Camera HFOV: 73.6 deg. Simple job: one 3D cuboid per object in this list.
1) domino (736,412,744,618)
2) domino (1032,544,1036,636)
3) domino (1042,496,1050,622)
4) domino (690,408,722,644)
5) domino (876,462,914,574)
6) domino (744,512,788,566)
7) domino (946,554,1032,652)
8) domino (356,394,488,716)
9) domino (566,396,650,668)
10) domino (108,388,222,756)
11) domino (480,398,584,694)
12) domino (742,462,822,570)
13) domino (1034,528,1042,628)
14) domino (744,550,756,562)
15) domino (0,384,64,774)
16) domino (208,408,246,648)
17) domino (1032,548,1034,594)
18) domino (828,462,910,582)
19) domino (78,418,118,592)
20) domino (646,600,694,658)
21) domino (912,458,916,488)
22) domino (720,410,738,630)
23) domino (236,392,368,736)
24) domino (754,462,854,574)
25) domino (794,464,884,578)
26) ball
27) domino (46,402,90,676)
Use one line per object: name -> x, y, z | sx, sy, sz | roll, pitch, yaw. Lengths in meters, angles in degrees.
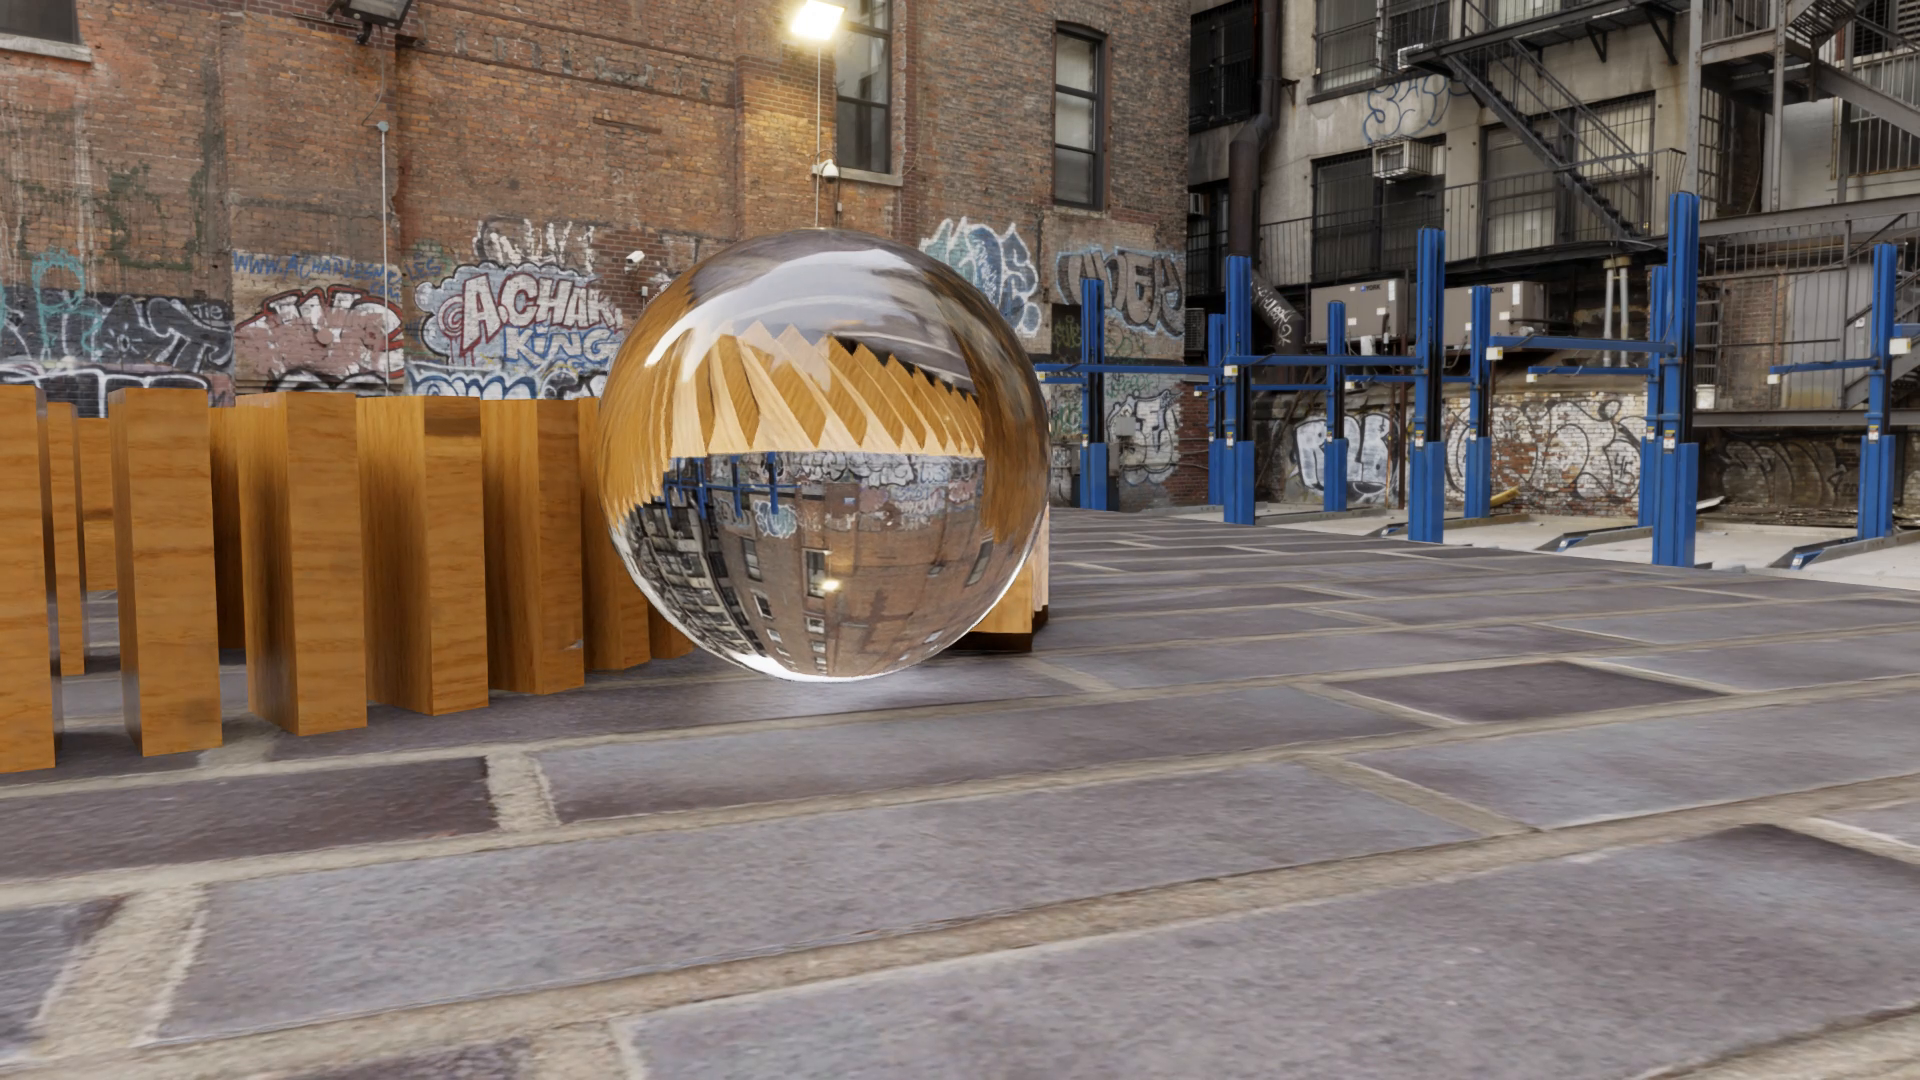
domino -> -0.066, -0.006, 0.313 | 0.025, 0.050, 0.010 | -1, 4, -7
domino -> 0.005, -0.003, 0.294 | 0.025, 0.050, 0.009 | 0, -27, 4
domino -> 0.009, -0.005, 0.316 | 0.025, 0.050, 0.010 | 1, -27, 4
domino -> -0.065, -0.003, 0.277 | 0.025, 0.050, 0.009 | 0, 4, 5
domino -> -0.008, -0.006, 0.401 | 0.025, 0.010, 0.050 | -2, 40, -20
domino -> -0.075, -0.010, 0.464 | 0.050, 0.010, 0.025 | 43, 28, 28
domino -> 0.003, -0.002, 0.272 | 0.025, 0.050, 0.009 | 0, -27, 4
domino -> -0.089, 0.002, 0.211 | 0.025, 0.050, 0.009 | 3, 5, 38
domino -> -0.074, -0.001, 0.243 | 0.025, 0.050, 0.010 | -2, 4, 16
domino -> -0.115, 0.004, 0.185 | 0.009, 0.050, 0.025 | -3, 5, -38
domino -> -0.079, 0.001, 0.226 | 0.025, 0.050, 0.009 | 2, 5, 27
domino -> -0.060, -0.009, 0.453 | 0.025, 0.010, 0.050 | -4, 40, -45
domino -> 0.007, -0.004, 0.305 | 0.025, 0.050, 0.009 | 0, -27, 4
domino -> -0.090, -0.011, 0.473 | 0.050, 0.009, 0.025 | 41, 25, 25
domino -> -0.130, 0.004, 0.175 | 0.010, 0.050, 0.025 | -3, 5, -33
domino -> -0.149, -0.003, 0.270 | 0.025, 0.050, 0.009 | 2, 5, 20
domino -> 0.004, -0.002, 0.283 | 0.025, 0.050, 0.009 | 0, -27, 4
domino -> -0.021, -0.007, 0.416 | 0.025, 0.010, 0.050 | -3, 39, -33
domino -> -0.259, -0.011, 0.380 | 0.025, 0.050, 0.010 | 4, 6, 41
domino -> -0.068, -0.002, 0.260 | 0.025, 0.050, 0.010 | 1, 4, 11
domino -> 0.001, -0.005, 0.384 | 0.025, 0.009, 0.050 | -1, 42, -10
domino -> -0.065, -0.005, 0.295 | 0.025, 0.050, 0.009 | 0, 4, 0
domino -> -0.101, 0.003, 0.197 | 0.010, 0.050, 0.025 | -4, 6, -44
domino -> -0.047, -0.008, 0.441 | 0.025, 0.009, 0.050 | -4, 40, -43
domino -> -0.033, -0.007, 0.429 | 0.025, 0.009, 0.050 | -3, 39, -37
ball -> -0.024, -0.015, 0.228 | 0.080, 0.080, 0.080 | 0, 4, 0
domino -> -0.173, -0.001, 0.243 | 0.009, 0.050, 0.025 | -3, 5, -32
